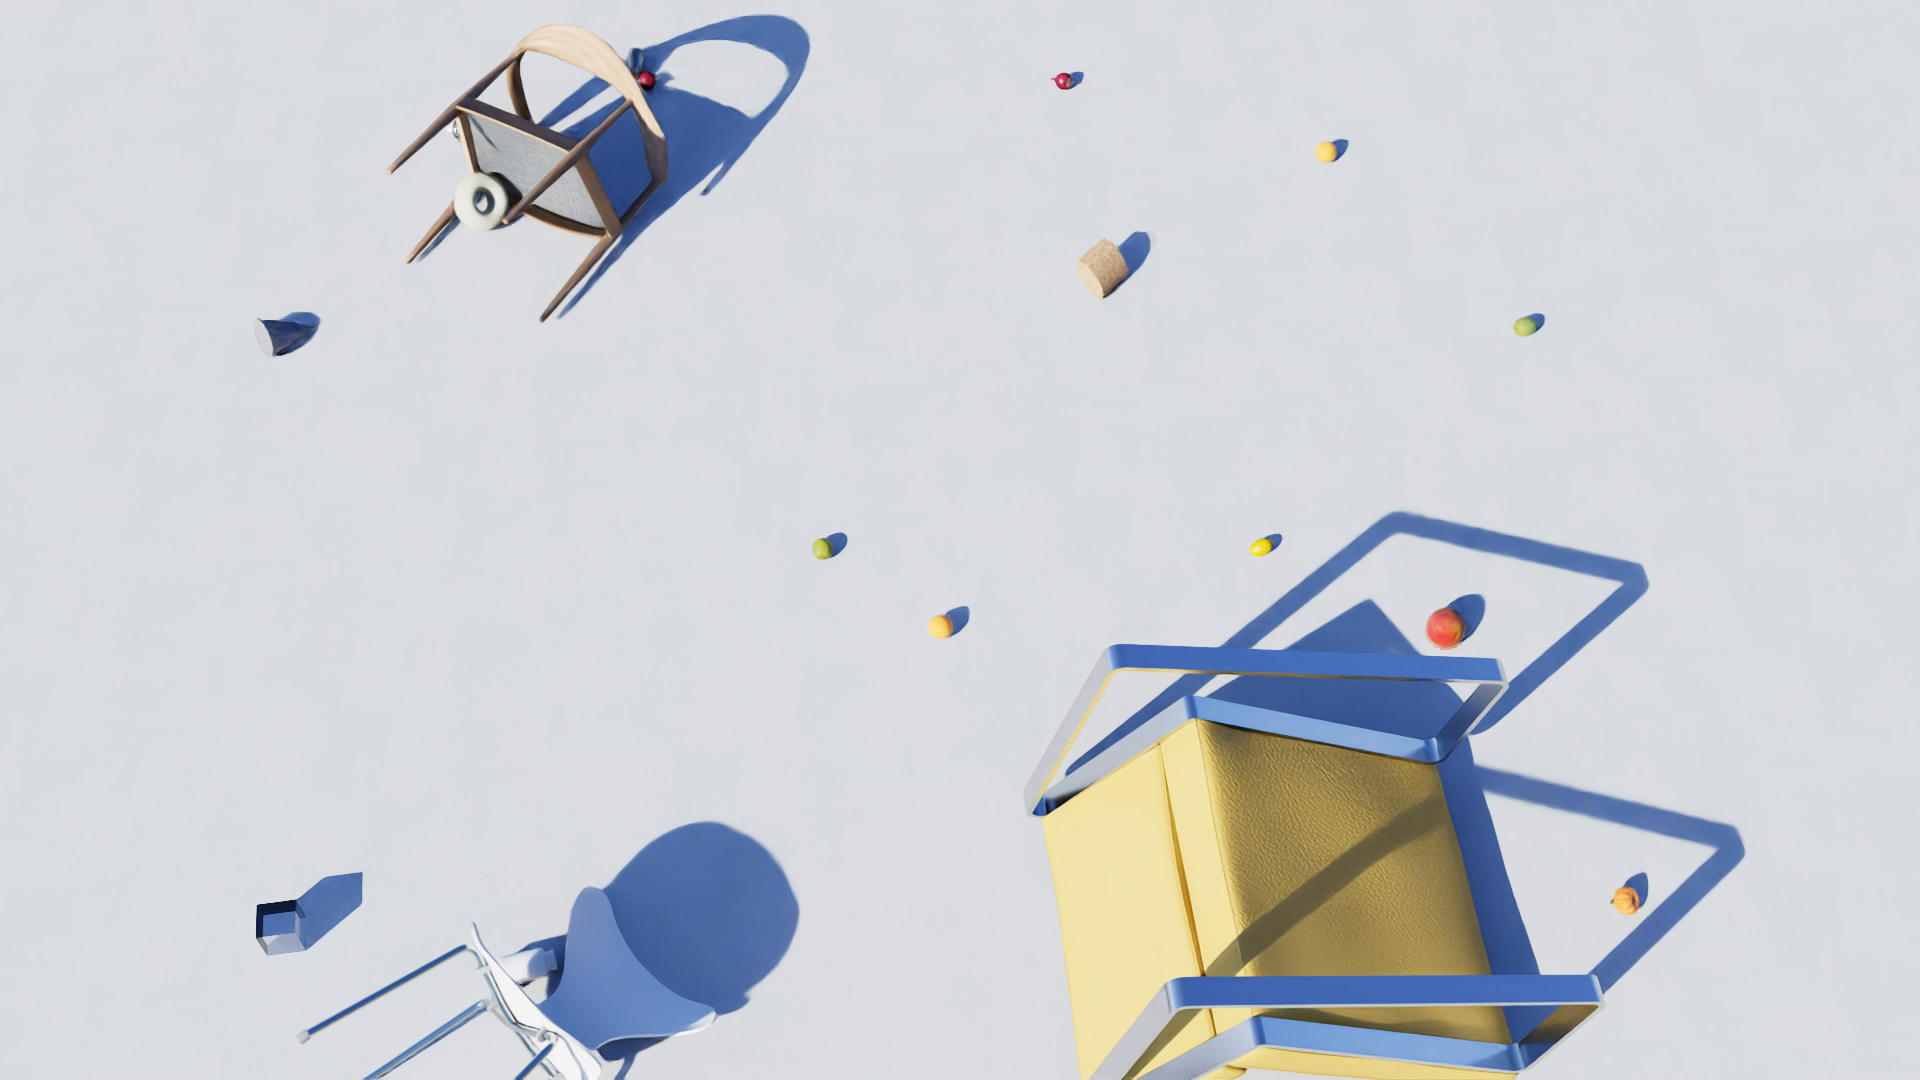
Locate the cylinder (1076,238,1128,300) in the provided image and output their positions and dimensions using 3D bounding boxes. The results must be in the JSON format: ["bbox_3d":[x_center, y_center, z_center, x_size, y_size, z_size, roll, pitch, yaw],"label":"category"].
[{"bbox_3d":[0.458,-0.873,7.085,0.128,0.149,0.083,-44,25,-25],"label":"cylinder"}]

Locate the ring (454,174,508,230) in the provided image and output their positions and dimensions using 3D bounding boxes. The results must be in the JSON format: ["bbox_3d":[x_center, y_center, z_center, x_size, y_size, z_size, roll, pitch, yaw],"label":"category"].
[{"bbox_3d":[-1.571,-1.109,7.220,0.180,0.096,0.191,5,87,-39],"label":"ring"}]

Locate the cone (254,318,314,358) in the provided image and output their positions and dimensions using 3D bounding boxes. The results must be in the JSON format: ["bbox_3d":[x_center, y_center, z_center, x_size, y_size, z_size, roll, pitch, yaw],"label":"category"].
[{"bbox_3d":[-2.128,-0.662,6.985,0.179,0.114,0.149,-19,48,-34],"label":"cone"}]

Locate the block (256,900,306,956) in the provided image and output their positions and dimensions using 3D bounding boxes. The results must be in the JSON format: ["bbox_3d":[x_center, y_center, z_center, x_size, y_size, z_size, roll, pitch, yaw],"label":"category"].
[{"bbox_3d":[-1.794,1.025,5.815,0.102,0.117,0.095,-7,56,-5],"label":"block"}]
